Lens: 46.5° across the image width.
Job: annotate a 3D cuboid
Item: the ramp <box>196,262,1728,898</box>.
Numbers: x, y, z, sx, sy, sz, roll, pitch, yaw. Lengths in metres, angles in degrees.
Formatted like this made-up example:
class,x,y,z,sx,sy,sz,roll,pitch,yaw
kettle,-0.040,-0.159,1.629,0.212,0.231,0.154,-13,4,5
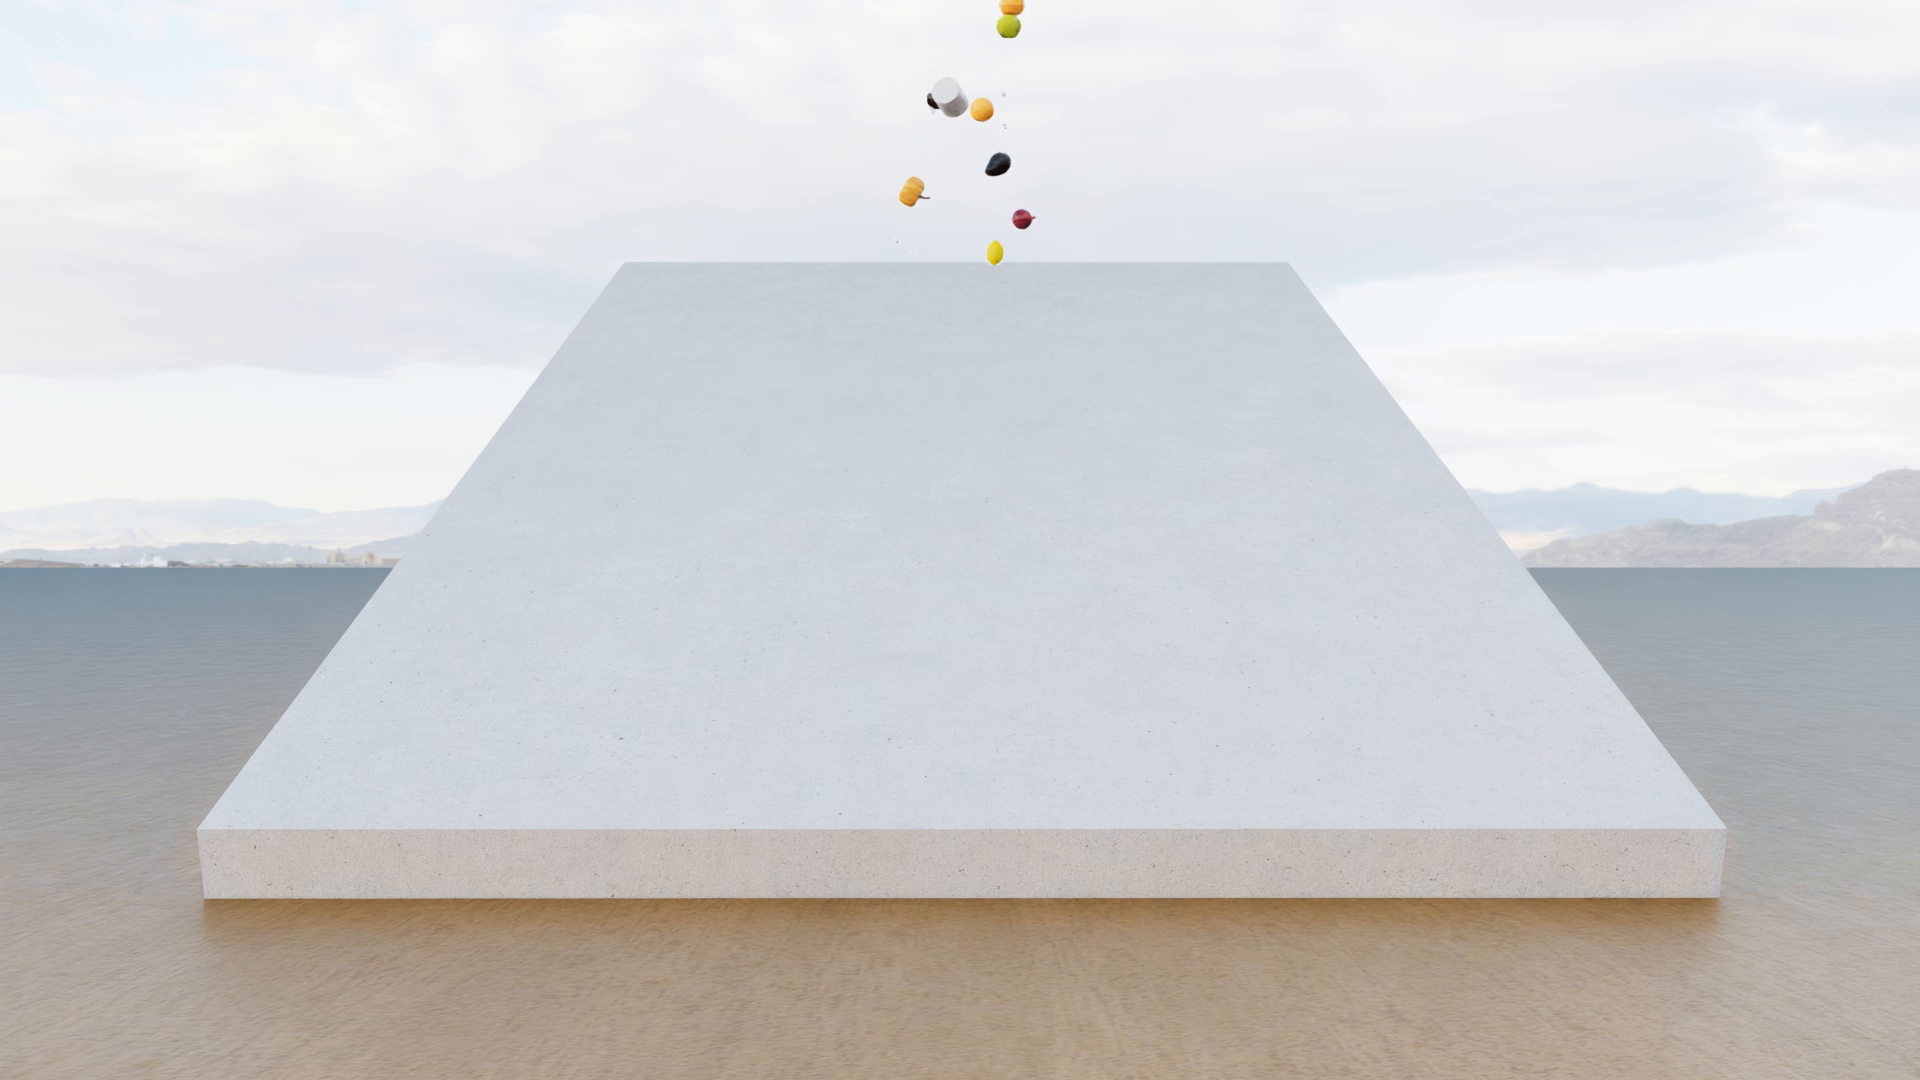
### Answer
class,x,y,z,sx,sy,sz,roll,pitch,yaw
ramp,-0.003,-0.183,4.837,2.000,0.100,4.000,0,18,0
